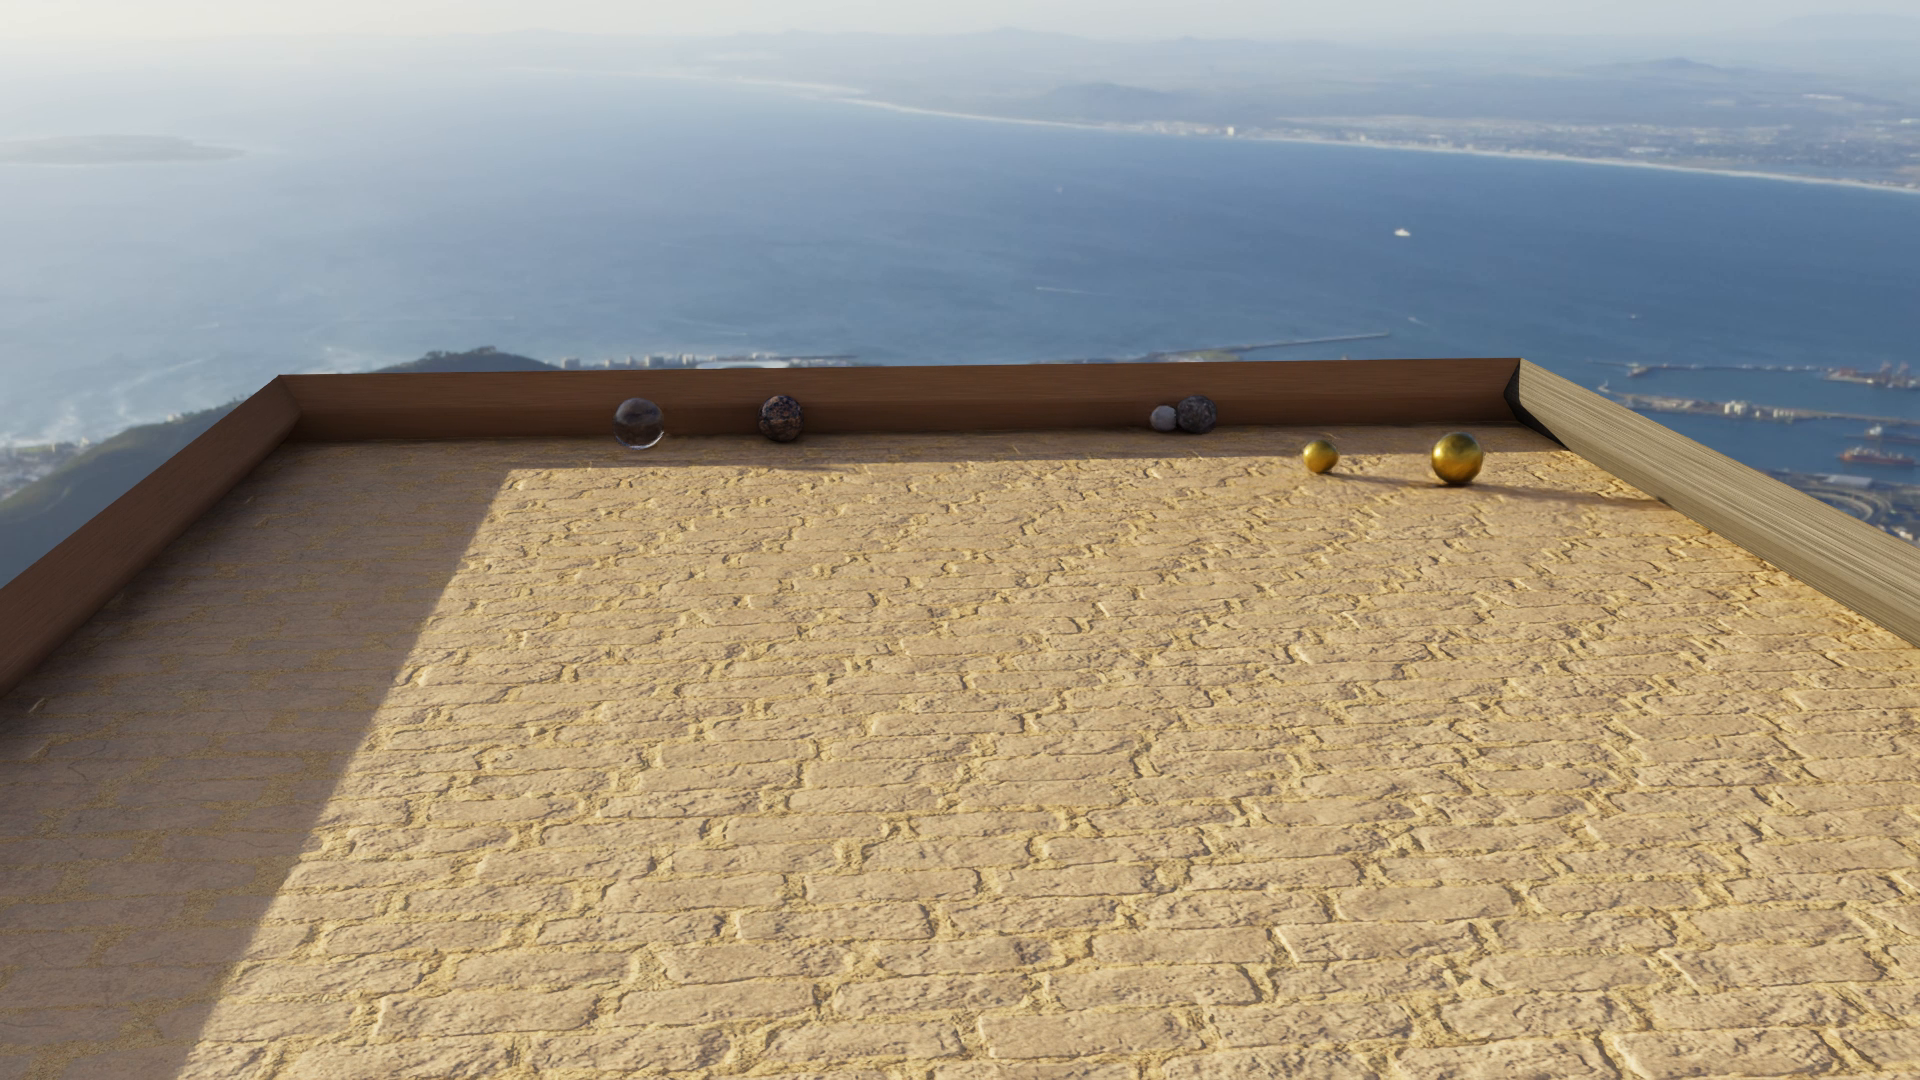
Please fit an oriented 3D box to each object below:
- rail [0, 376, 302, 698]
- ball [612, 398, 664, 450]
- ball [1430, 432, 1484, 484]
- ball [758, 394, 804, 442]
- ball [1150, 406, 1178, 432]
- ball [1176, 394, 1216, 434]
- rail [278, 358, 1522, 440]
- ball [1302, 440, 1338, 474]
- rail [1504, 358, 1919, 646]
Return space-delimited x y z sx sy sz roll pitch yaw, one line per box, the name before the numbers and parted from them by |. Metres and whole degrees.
rail | -0.981 0.225 1.935 0.045 0.113 3.791 -1 14 -5
ball | -0.540 -0.196 3.697 0.087 0.087 0.087 0 14 0
ball | 0.776 -0.127 3.431 0.081 0.081 0.081 0 14 0
ball | -0.306 -0.208 3.759 0.080 0.080 0.080 0 14 0
ball | 0.357 -0.212 3.848 0.047 0.047 0.047 0 14 0
ball | 0.411 -0.218 3.829 0.068 0.068 0.068 0 14 0
rail | -0.077 -0.243 3.832 2.176 0.113 0.045 -1 14 -5
ball | 0.575 -0.133 3.512 0.054 0.054 0.054 0 14 0
rail | 1.140 0.182 2.108 0.045 0.113 3.791 -1 14 -5
